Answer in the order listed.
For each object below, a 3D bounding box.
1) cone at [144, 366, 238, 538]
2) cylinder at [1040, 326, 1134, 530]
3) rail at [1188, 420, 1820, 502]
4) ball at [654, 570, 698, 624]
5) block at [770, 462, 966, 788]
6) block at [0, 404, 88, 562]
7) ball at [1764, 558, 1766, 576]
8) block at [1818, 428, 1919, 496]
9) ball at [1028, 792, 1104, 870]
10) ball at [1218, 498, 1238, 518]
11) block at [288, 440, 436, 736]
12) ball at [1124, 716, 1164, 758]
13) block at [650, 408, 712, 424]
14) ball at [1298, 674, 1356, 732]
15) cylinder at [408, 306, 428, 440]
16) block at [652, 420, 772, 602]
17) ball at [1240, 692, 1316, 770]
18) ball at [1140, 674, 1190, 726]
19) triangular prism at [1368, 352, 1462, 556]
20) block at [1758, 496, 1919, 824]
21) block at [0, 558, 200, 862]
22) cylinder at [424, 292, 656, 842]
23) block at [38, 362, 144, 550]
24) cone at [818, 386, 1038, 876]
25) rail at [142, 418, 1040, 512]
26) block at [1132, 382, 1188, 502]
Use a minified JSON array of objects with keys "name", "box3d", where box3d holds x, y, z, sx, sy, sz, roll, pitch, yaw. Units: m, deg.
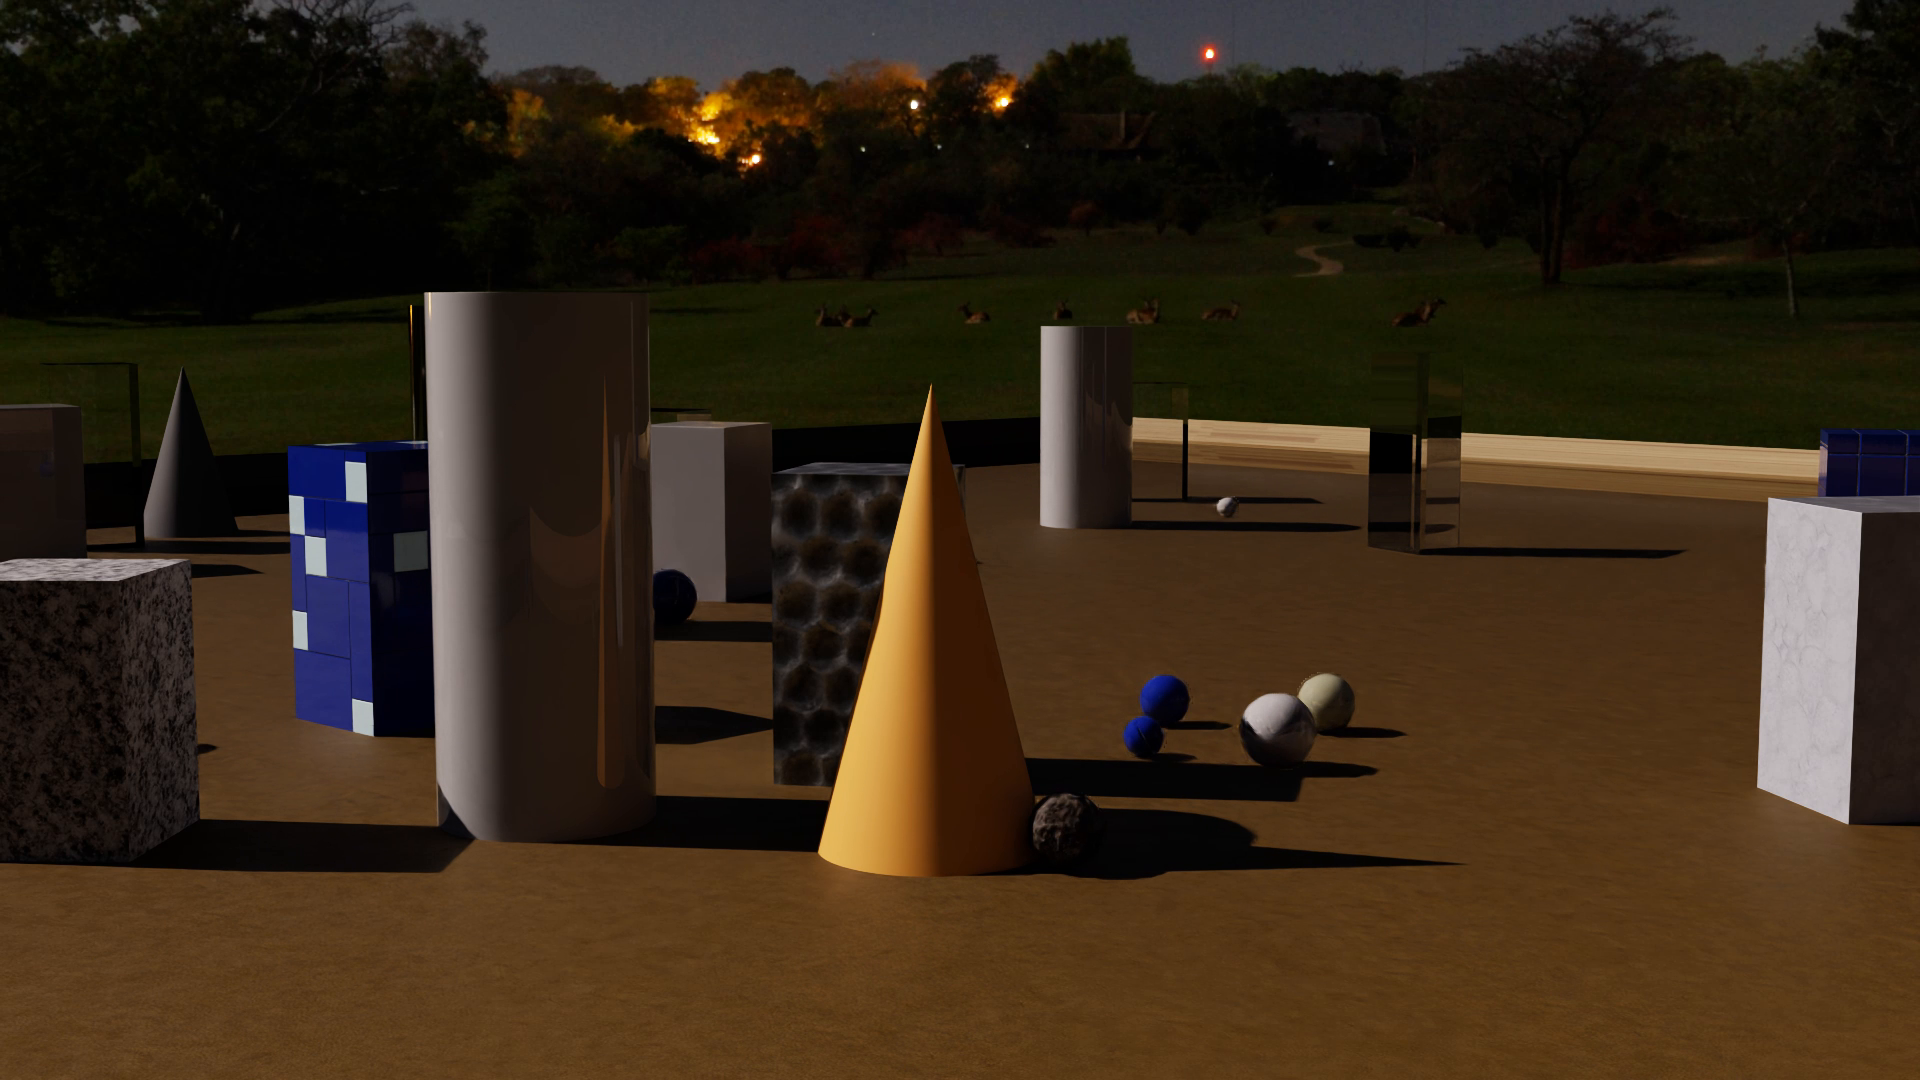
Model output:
[{"name":"cone","box3d":[-1.531,-0.180,4.347,0.190,0.333,0.190,0,6,0]},{"name":"cylinder","box3d":[0.260,-0.235,4.515,0.190,0.407,0.190,0,6,0]},{"name":"rail","box3d":[1.845,-0.147,5.026,0.045,0.123,4.331,-6,8,-42]},{"name":"ball","box3d":[-0.409,0.081,3.098,0.078,0.078,0.078,0,6,0]},{"name":"block","box3d":[-0.085,0.078,2.105,0.152,0.292,0.152,1,6,12]},{"name":"block","box3d":[-1.590,-0.089,3.746,0.152,0.278,0.152,-4,7,-35]},{"name":"ball","box3d":[1.291,0.041,3.395,0.095,0.095,0.095,0,6,0]},{"name":"block","box3d":[1.334,-0.025,3.200,0.152,0.266,0.152,2,6,17]},{"name":"ball","box3d":[0.085,0.231,1.751,0.061,0.061,0.061,0,6,0]},{"name":"ball","box3d":[0.570,-0.070,4.694,0.042,0.042,0.042,0,6,0]},{"name":"block","box3d":[-0.615,0.046,2.382,0.152,0.297,0.152,6,8,42]},{"name":"ball","box3d":[0.183,0.195,2.187,0.041,0.041,0.041,0,6,0]},{"name":"block","box3d":[-0.629,-0.161,4.662,0.152,0.230,0.152,2,6,21]},{"name":"ball","box3d":[0.386,0.172,2.315,0.061,0.061,0.061,0,6,0]},{"name":"cylinder","box3d":[-0.665,-0.101,3.060,0.190,0.447,0.190,0,6,0]},{"name":"block","box3d":[-0.394,-0.047,3.415,0.152,0.265,0.152,3,7,23]},{"name":"ball","box3d":[0.308,0.185,2.129,0.074,0.074,0.074,0,6,0]},{"name":"ball","box3d":[0.219,0.171,2.353,0.054,0.054,0.054,0,6,0]},{"name":"triangular prism","box3d":[0.823,-0.165,4.059,0.142,0.364,0.164,4,7,35]},{"name":"block","box3d":[0.831,0.102,1.974,0.152,0.271,0.152,-1,6,-9]},{"name":"block","box3d":[-0.742,0.138,1.837,0.152,0.229,0.152,0,6,2]},{"name":"cylinder","box3d":[-0.362,0.016,1.907,0.190,0.457,0.190,0,6,0]},{"name":"block","box3d":[-1.624,-0.159,4.112,0.152,0.341,0.152,-3,7,-29]},{"name":"cone","box3d":[-0.023,0.064,1.800,0.190,0.384,0.190,0,6,0]},{"name":"rail","box3d":[-1.452,-0.133,4.897,5.069,0.123,0.045,-6,8,-42]},{"name":"block","box3d":[0.446,-0.230,5.120,0.152,0.271,0.152,0,6,-1]}]
